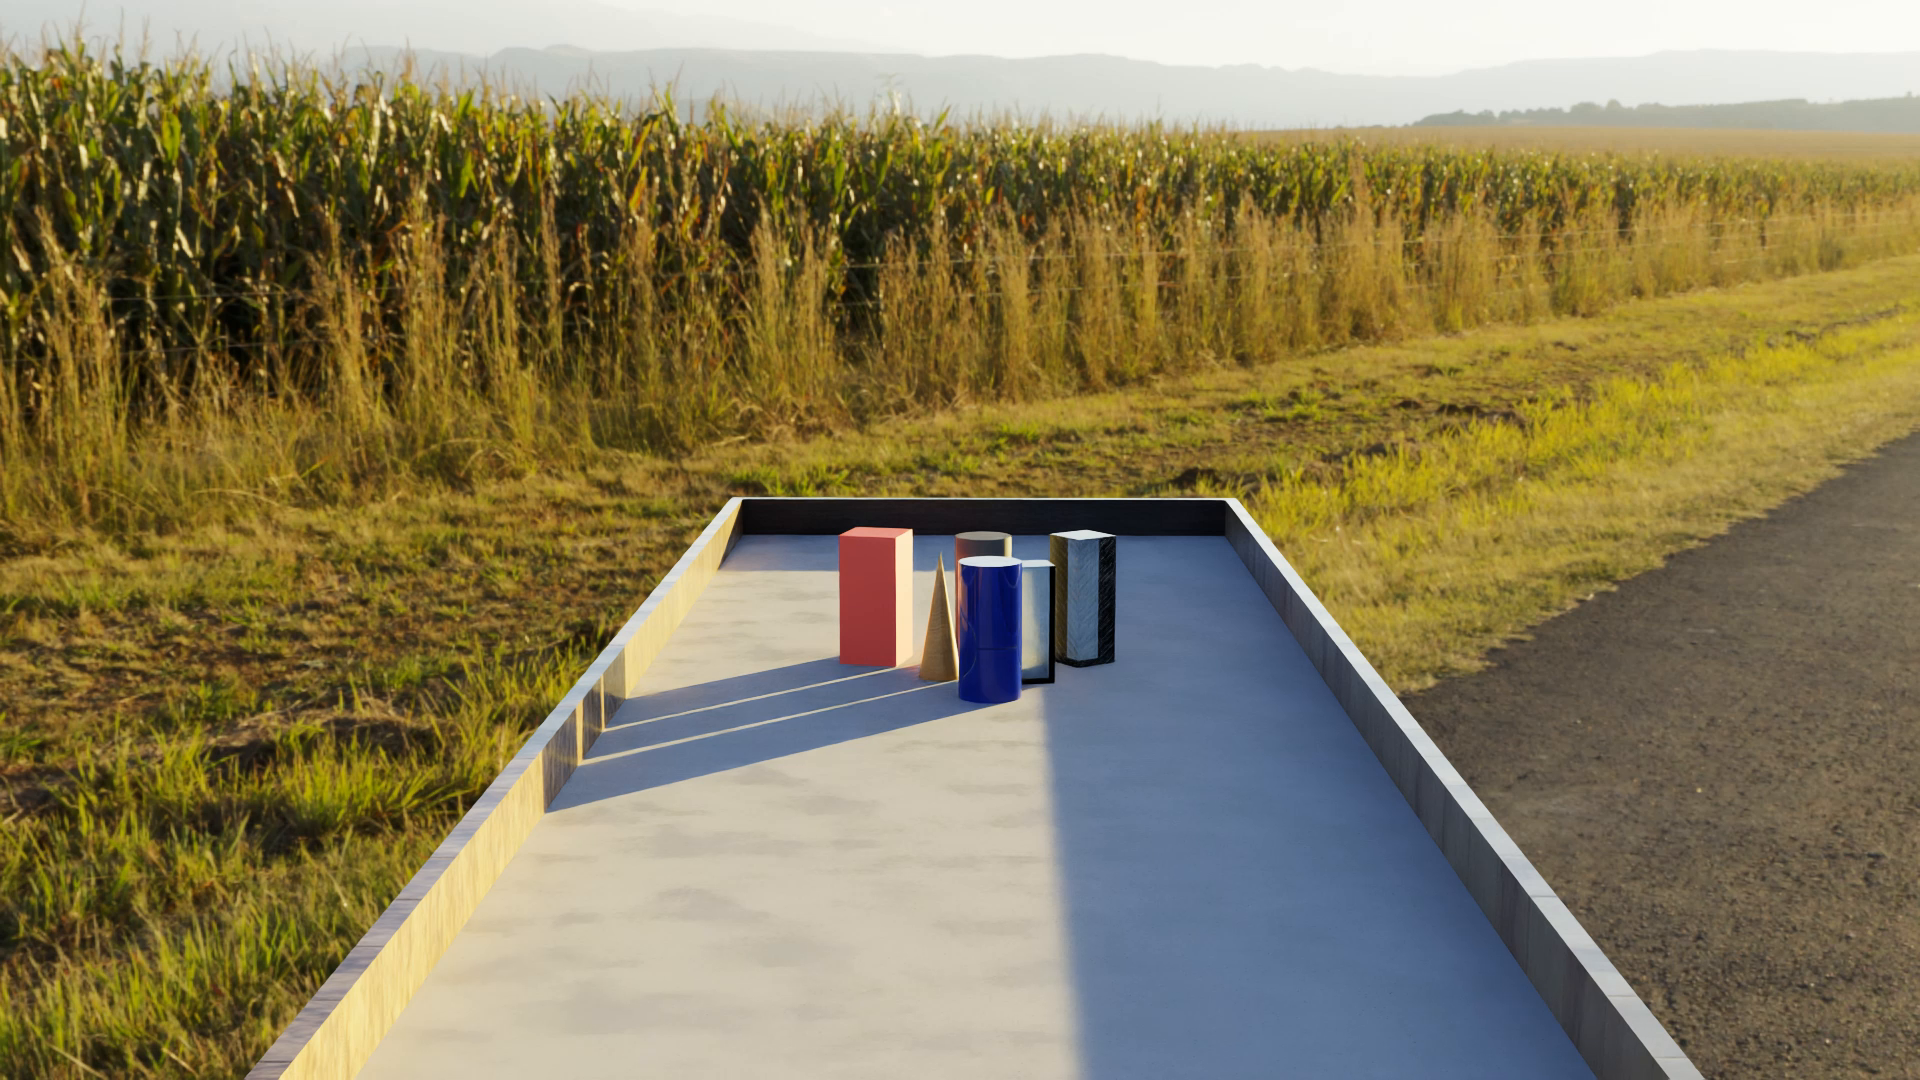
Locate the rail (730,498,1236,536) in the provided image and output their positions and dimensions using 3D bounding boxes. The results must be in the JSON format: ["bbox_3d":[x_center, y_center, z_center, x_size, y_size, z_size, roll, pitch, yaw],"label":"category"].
[{"bbox_3d":[0.099,-0.098,9.147,2.100,0.150,0.050,0,9,1],"label":"rail"}]

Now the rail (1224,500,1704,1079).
[{"bbox_3d":[1.046,0.843,3.208,0.050,0.150,12.000,0,9,1],"label":"rail"}]

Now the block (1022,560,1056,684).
[{"bbox_3d":[0.211,0.238,6.402,0.109,0.345,0.109,-2,9,-11],"label":"block"}]

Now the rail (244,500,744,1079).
[{"bbox_3d":[-1.004,0.839,3.234,0.050,0.150,12.000,0,9,1],"label":"rail"}]

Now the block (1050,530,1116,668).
[{"bbox_3d":[0.370,0.176,6.653,0.142,0.389,0.142,-6,11,-35],"label":"block"}]

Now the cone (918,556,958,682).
[{"bbox_3d":[-0.058,0.217,6.439,0.127,0.376,0.127,0,9,0],"label":"cone"}]

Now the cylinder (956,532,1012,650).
[{"bbox_3d":[0.070,0.175,6.686,0.170,0.381,0.170,0,9,0],"label":"cylinder"}]

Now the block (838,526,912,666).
[{"bbox_3d":[-0.254,0.171,6.678,0.178,0.393,0.178,2,9,14],"label":"block"}]

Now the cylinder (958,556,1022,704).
[{"bbox_3d":[0.085,0.251,6.190,0.179,0.387,0.179,0,9,0],"label":"cylinder"}]
